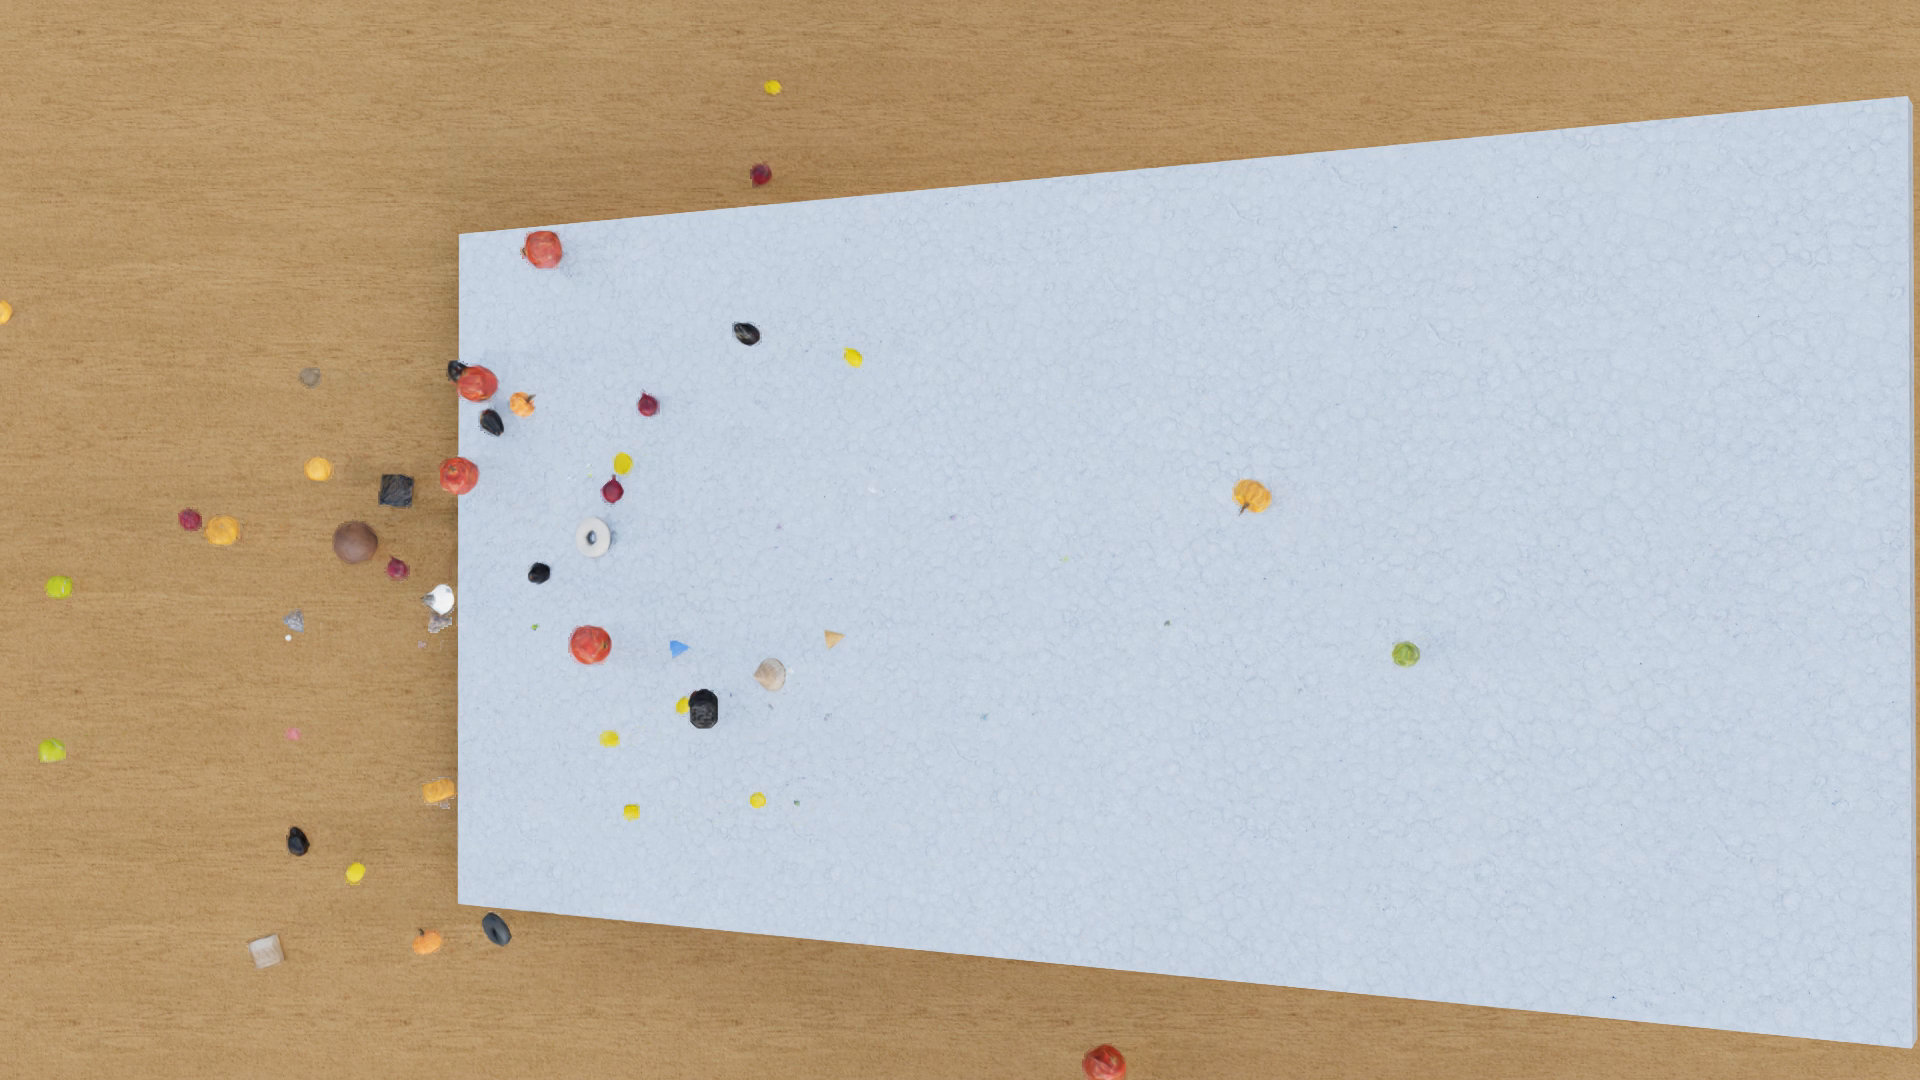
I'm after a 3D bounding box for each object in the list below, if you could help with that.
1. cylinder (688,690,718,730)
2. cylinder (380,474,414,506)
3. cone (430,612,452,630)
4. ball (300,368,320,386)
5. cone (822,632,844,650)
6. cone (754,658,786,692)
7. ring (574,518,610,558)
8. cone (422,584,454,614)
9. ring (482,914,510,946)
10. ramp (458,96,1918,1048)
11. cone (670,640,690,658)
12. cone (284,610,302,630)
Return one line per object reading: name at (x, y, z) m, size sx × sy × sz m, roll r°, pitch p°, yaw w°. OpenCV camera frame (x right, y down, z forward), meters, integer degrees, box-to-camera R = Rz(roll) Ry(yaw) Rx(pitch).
cylinder at (-0.705, 0.465, 6.043) m, size 0.080 × 0.080 × 0.080 m, roll -3°, pitch 119°, yaw -6°
cylinder at (-1.693, -0.149, 6.609) m, size 0.091 × 0.091 × 0.091 m, roll 6°, pitch 91°, yaw 0°
cone at (-1.549, 0.242, 6.580) m, size 0.058 × 0.058 × 0.058 m, roll 0°, pitch 89°, yaw 6°
ball at (-1.961, -0.492, 6.633) m, size 0.055 × 0.055 × 0.055 m, roll 0°, pitch 89°, yaw 0°
cone at (-0.331, 0.261, 5.900) m, size 0.056 × 0.056 × 0.056 m, roll -24°, pitch 89°, yaw 20°
cone at (-0.537, 0.369, 5.975) m, size 0.094 × 0.094 × 0.094 m, roll 0°, pitch 89°, yaw 29°
ring at (-1.052, -0.007, 6.297) m, size 0.118 × 0.039 × 0.118 m, roll 0°, pitch 90°, yaw 28°
cone at (-1.575, 0.177, 6.560) m, size 0.088 × 0.088 × 0.088 m, roll 0°, pitch 89°, yaw 30°
ring at (-1.373, 1.154, 6.514) m, size 0.036 × 0.108 × 0.108 m, roll -37°, pitch 89°, yaw -39°
ramp at (0.273, 0.076, 5.636) m, size 4.000 × 0.100 × 2.000 m, roll 0°, pitch 89°, yaw 29°
cone at (-0.777, 0.302, 6.149) m, size 0.054 × 0.054 × 0.054 m, roll -5°, pitch 89°, yaw 2°
cone at (-1.993, 0.229, 6.615) m, size 0.061 × 0.061 × 0.061 m, roll 24°, pitch 53°, yaw 0°
